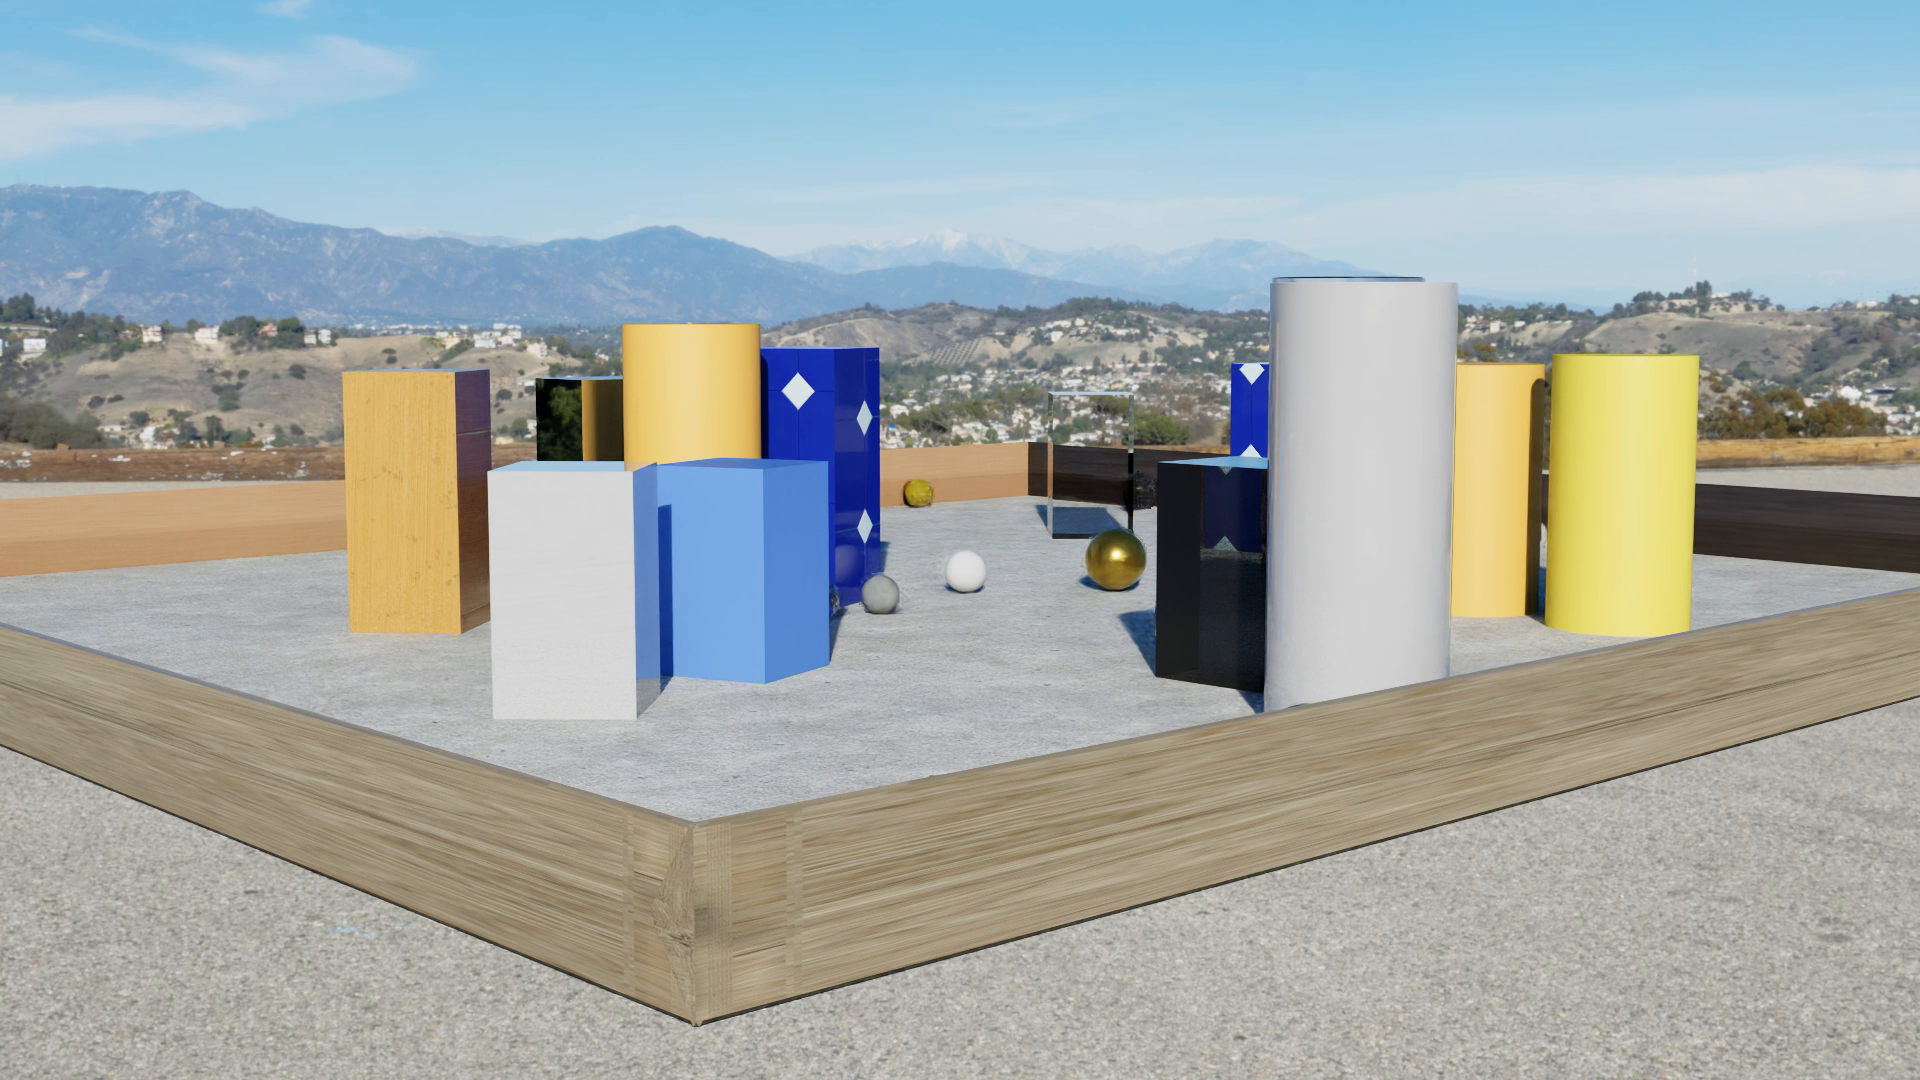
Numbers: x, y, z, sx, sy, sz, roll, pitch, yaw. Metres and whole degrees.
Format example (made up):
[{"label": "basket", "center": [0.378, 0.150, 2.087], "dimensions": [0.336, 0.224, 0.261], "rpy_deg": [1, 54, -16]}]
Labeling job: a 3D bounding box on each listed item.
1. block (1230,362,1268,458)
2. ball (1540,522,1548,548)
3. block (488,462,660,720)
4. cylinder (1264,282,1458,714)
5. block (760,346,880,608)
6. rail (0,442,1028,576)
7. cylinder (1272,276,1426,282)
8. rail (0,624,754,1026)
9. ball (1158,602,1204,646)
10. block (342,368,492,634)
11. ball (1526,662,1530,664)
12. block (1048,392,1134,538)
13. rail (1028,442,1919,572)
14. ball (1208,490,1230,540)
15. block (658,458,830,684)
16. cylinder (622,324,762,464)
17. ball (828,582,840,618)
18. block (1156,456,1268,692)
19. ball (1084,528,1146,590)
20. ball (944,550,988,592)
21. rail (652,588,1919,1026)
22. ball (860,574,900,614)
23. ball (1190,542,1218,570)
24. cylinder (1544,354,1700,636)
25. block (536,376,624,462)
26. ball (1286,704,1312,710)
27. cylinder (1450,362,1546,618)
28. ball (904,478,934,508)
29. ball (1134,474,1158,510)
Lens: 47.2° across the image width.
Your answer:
[{"label": "block", "center": [0.622, -0.162, 4.171], "dimensions": [0.157, 0.344, 0.157], "rpy_deg": [5, 8, 40]}, {"label": "ball", "center": [1.057, -0.010, 4.074], "dimensions": [0.062, 0.062, 0.062], "rpy_deg": [0, 6, 0]}, {"label": "block", "center": [-0.429, 0.053, 2.464], "dimensions": [0.157, 0.271, 0.157], "rpy_deg": [0, 6, 2]}, {"label": "cylinder", "center": [0.427, -0.037, 2.350], "dimensions": [0.197, 0.473, 0.197], "rpy_deg": [0, 6, 0]}, {"label": "block", "center": [-0.228, -0.100, 3.371], "dimensions": [0.157, 0.387, 0.157], "rpy_deg": [3, 6, 23]}, {"label": "rail", "center": [-0.896, -0.068, 4.298], "dimensions": [2.929, 0.128, 0.045], "rpy_deg": [-5, 8, -42]}, {"label": "cylinder", "center": [0.503, -0.098, 2.873], "dimensions": [0.197, 0.486, 0.197], "rpy_deg": [0, 6, 0]}, {"label": "rail", "center": [-1.059, 0.135, 2.360], "dimensions": [0.045, 0.128, 2.690], "rpy_deg": [-5, 8, -42]}, {"label": "ball", "center": [0.293, 0.111, 2.918], "dimensions": [0.060, 0.060, 0.060], "rpy_deg": [0, 6, 0]}, {"label": "block", "center": [-0.759, -0.058, 3.098], "dimensions": [0.157, 0.360, 0.157], "rpy_deg": [1, 6, 5]}, {"label": "ball", "center": [0.624, 0.165, 2.391], "dimensions": [0.064, 0.064, 0.064], "rpy_deg": [0, 6, 0]}, {"label": "block", "center": [0.258, -0.150, 4.361], "dimensions": [0.157, 0.281, 0.157], "rpy_deg": [0, 6, -1]}, {"label": "rail", "center": [1.059, -0.068, 4.304], "dimensions": [0.045, 0.128, 2.690], "rpy_deg": [-5, 8, -42]}, {"label": "ball", "center": [0.530, -0.049, 4.273], "dimensions": [0.098, 0.098, 0.098], "rpy_deg": [0, 6, 0]}, {"label": "block", "center": [-0.270, 0.033, 2.718], "dimensions": [0.157, 0.257, 0.157], "rpy_deg": [3, 7, 26]}, {"label": "cylinder", "center": [-0.384, -0.098, 3.169], "dimensions": [0.197, 0.425, 0.197], "rpy_deg": [0, 6, 0]}, {"label": "ball", "center": [-0.202, 0.086, 3.167], "dimensions": [0.059, 0.059, 0.059], "rpy_deg": [0, 6, 0]}, {"label": "block", "center": [0.349, 0.037, 2.664], "dimensions": [0.157, 0.262, 0.157], "rpy_deg": [6, 8, 45]}, {"label": "ball", "center": [0.247, 0.031, 3.505], "dimensions": [0.098, 0.098, 0.098], "rpy_deg": [0, 6, 0]}, {"label": "ball", "center": [0.010, 0.050, 3.473], "dimensions": [0.068, 0.068, 0.068], "rpy_deg": [0, 6, 0]}, {"label": "rail", "center": [0.896, 0.134, 2.366], "dimensions": [2.929, 0.128, 0.045], "rpy_deg": [-5, 8, -42]}, {"label": "ball", "center": [-0.117, 0.080, 3.230], "dimensions": [0.058, 0.058, 0.058], "rpy_deg": [0, 6, 0]}, {"label": "ball", "center": [0.420, 0.027, 3.792], "dimensions": [0.047, 0.047, 0.047], "rpy_deg": [0, 6, 0]}, {"label": "cylinder", "center": [0.928, -0.068, 3.086], "dimensions": [0.197, 0.382, 0.197], "rpy_deg": [0, 6, 0]}, {"label": "block", "center": [-0.626, -0.117, 3.822], "dimensions": [0.157, 0.328, 0.157], "rpy_deg": [-5, 8, -40]}, {"label": "ball", "center": [0.342, 0.190, 2.180], "dimensions": [0.057, 0.057, 0.057], "rpy_deg": [0, 6, 0]}, {"label": "cylinder", "center": [0.766, -0.079, 3.278], "dimensions": [0.197, 0.365, 0.197], "rpy_deg": [0, 6, 0]}, {"label": "ball", "center": [-0.093, -0.106, 4.980], "dimensions": [0.065, 0.065, 0.065], "rpy_deg": [0, 6, 0]}, {"label": "ball", "center": [0.400, -0.108, 4.916], "dimensions": [0.082, 0.082, 0.082], "rpy_deg": [0, 6, 0]}]
